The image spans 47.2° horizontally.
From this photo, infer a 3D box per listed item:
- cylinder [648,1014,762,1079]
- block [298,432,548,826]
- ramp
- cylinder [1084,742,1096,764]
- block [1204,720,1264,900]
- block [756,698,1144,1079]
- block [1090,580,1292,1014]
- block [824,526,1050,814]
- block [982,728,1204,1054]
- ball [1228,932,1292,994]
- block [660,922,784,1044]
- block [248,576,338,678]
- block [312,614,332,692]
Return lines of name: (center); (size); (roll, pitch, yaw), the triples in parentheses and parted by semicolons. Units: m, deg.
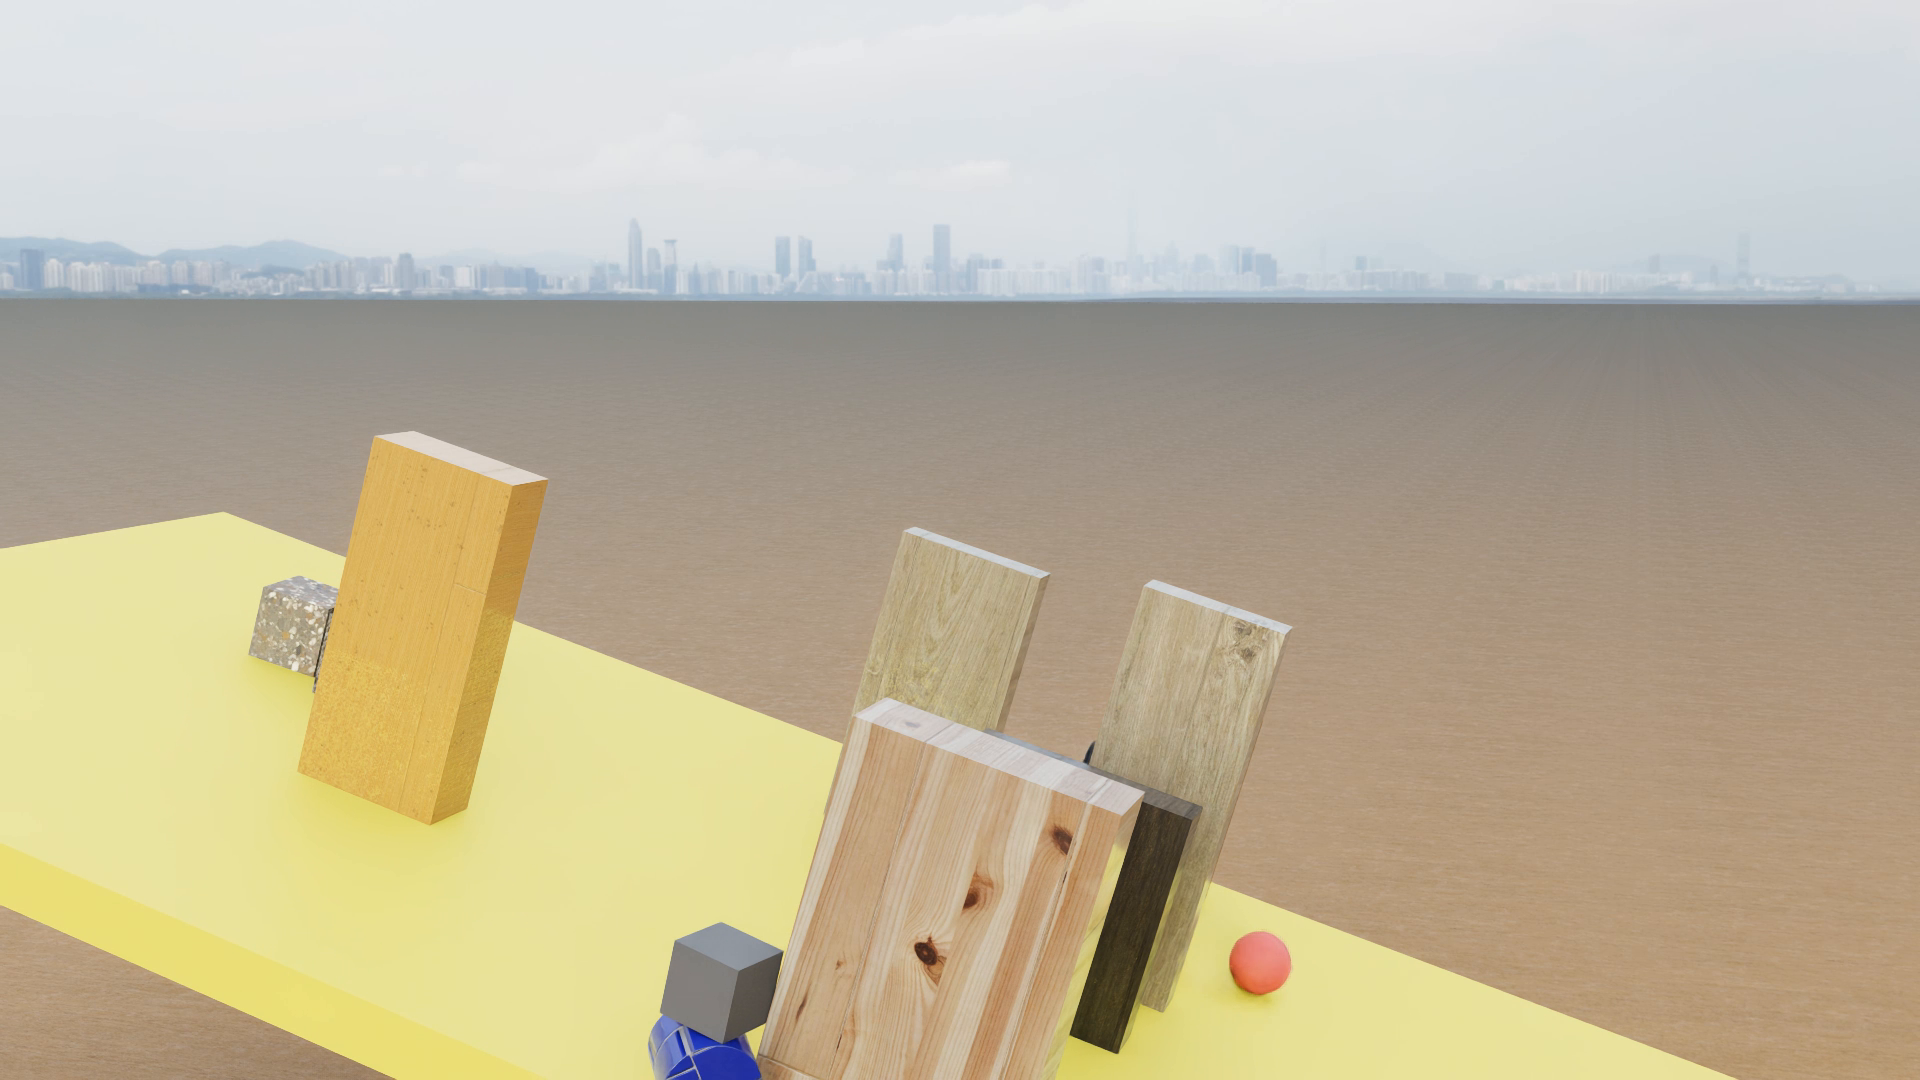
cylinder: (-0.381, 0.786, 3.278); (0.149, 0.149, 0.149); (-2, 16, -16)
block: (-1.003, 0.162, 4.098); (0.292, 0.664, 0.136); (19, 12, 14)
ramp: (-0.372, 0.720, 4.236); (4.000, 0.100, 2.000); (19, 12, 14)
cylinder: (0.579, 0.815, 7.745); (0.210, 0.210, 0.210); (6, 9, 39)
block: (0.442, 0.551, 4.828); (0.318, 0.428, 0.108); (19, 12, 14)
block: (-0.030, 0.620, 3.278); (0.419, 0.652, 0.149); (19, 12, 14)
block: (0.377, 0.487, 4.176); (0.277, 0.771, 0.090); (19, 12, 14)
block: (-0.052, 0.329, 4.656); (0.310, 0.645, 0.081); (19, 12, 14)
block: (0.166, 0.632, 3.985); (0.421, 0.457, 0.101); (19, 12, 14)
ball: (0.601, 0.847, 4.406); (0.124, 0.124, 0.124); (0, 7, 0)
block: (-0.353, 0.656, 3.264); (0.117, 0.117, 0.117); (19, 14, 26)
block: (-1.406, 0.184, 4.728); (0.154, 0.154, 0.154); (18, 12, 9)
block: (-1.213, 0.255, 4.603); (0.174, 0.174, 0.174); (20, 12, 20)
